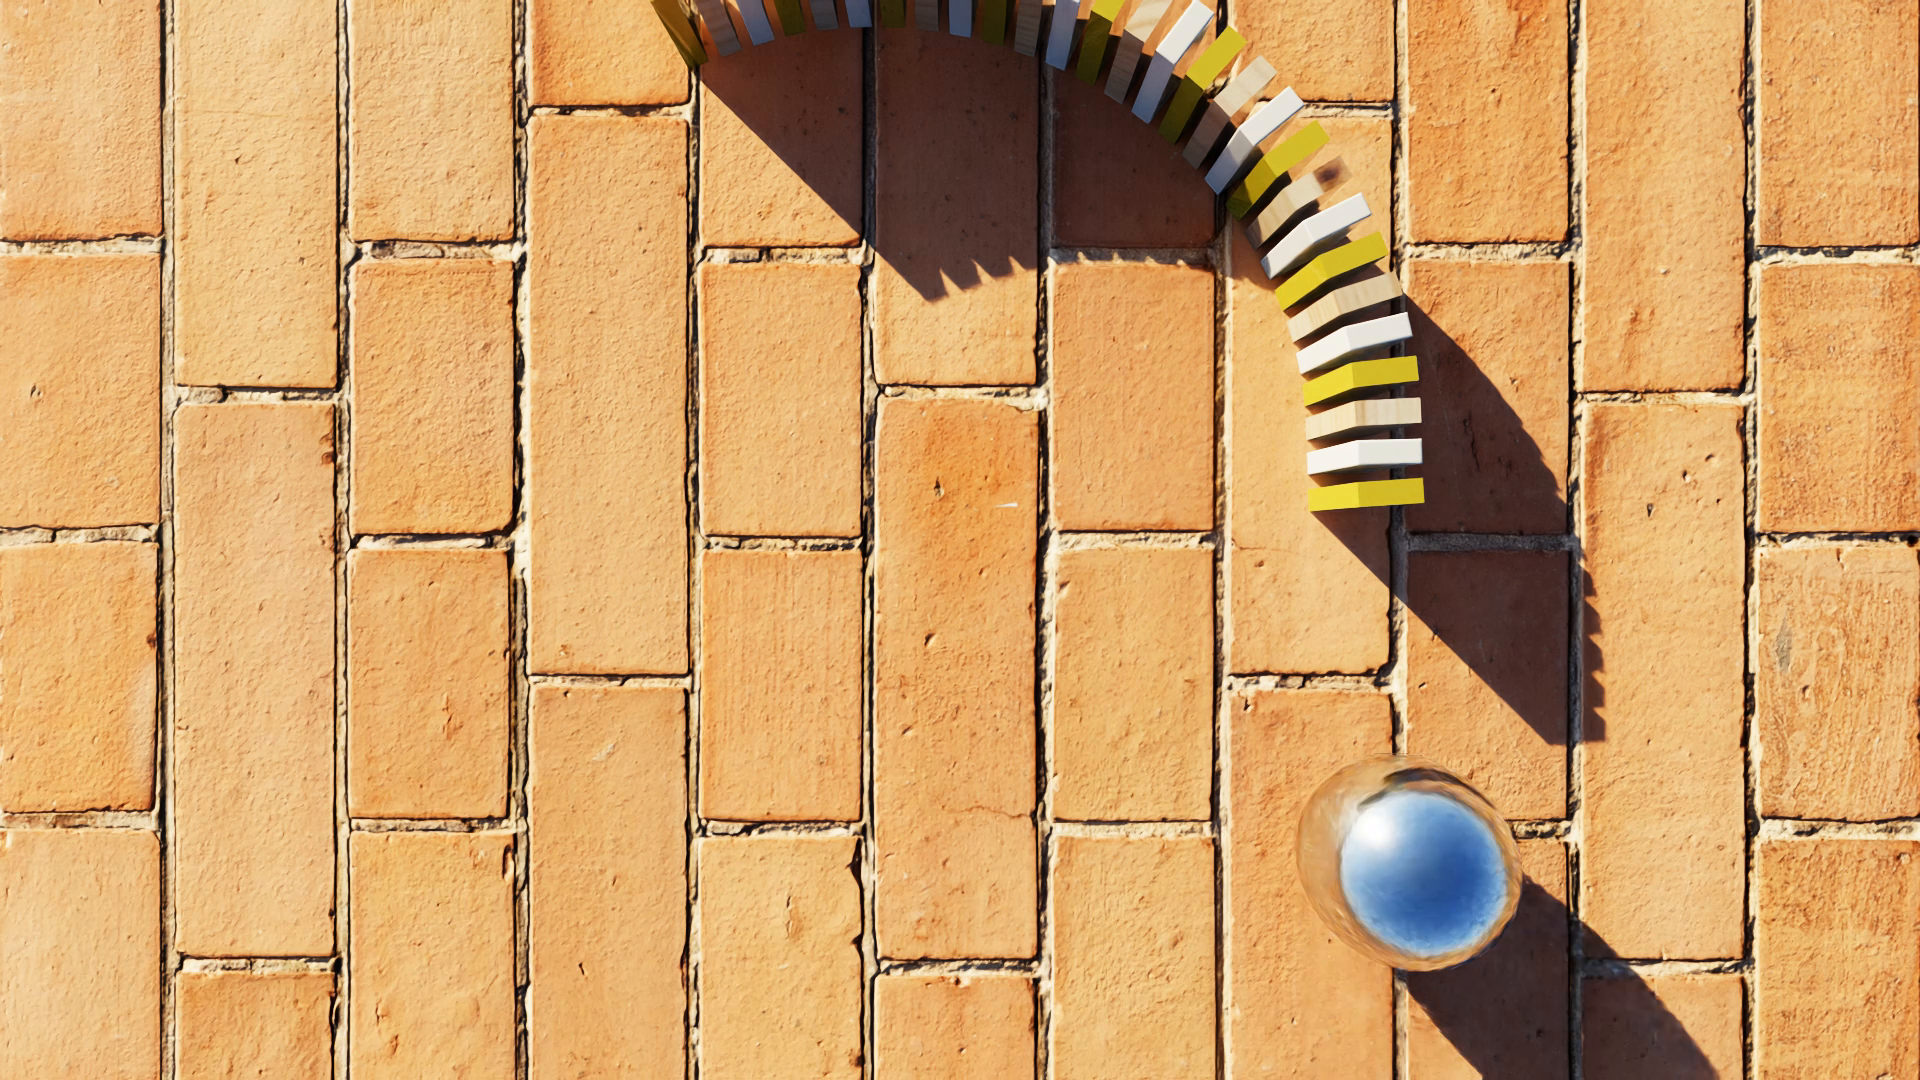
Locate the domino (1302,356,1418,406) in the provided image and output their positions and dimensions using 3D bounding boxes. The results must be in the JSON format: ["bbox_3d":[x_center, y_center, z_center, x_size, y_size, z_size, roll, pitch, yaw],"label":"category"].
[{"bbox_3d":[0.162,-0.064,0.375,0.025,0.050,0.010,-6,90,0],"label":"domino"}]

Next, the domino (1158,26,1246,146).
[{"bbox_3d":[0.098,-0.184,0.375,0.009,0.050,0.025,42,90,0],"label":"domino"}]

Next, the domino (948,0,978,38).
[{"bbox_3d":[0.003,-0.232,0.375,0.009,0.050,0.025,12,90,0],"label":"domino"}]

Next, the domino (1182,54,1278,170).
[{"bbox_3d":[0.109,-0.174,0.375,0.025,0.050,0.010,-44,90,0],"label":"domino"}]

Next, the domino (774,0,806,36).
[{"bbox_3d":[-0.074,-0.233,0.375,0.009,0.050,0.025,-12,90,0],"label":"domino"}]

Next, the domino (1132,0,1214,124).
[{"bbox_3d":[0.086,-0.194,0.375,0.010,0.050,0.025,38,90,0],"label":"domino"}]

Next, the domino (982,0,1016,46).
[{"bbox_3d":[0.018,-0.229,0.375,0.010,0.050,0.025,16,90,0],"label":"domino"}]

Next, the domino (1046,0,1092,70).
[{"bbox_3d":[0.047,-0.218,0.375,0.010,0.050,0.025,24,90,0],"label":"domino"}]

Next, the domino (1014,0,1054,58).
[{"bbox_3d":[0.032,-0.224,0.375,0.009,0.050,0.025,20,90,0],"label":"domino"}]

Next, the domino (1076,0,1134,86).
[{"bbox_3d":[0.060,-0.211,0.375,0.010,0.050,0.025,29,90,0],"label":"domino"}]

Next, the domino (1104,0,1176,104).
[{"bbox_3d":[0.074,-0.203,0.375,0.010,0.050,0.025,33,90,0],"label":"domino"}]

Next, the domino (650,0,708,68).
[{"bbox_3d":[-0.118,-0.219,0.375,0.009,0.050,0.025,-20,90,0],"label":"domino"}]

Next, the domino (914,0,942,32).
[{"bbox_3d":[-0.013,-0.235,0.375,0.010,0.050,0.025,7,90,0],"label":"domino"}]

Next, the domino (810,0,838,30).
[{"bbox_3d":[-0.059,-0.235,0.375,0.009,0.050,0.025,-6,90,0],"label":"domino"}]

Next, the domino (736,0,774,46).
[{"bbox_3d":[-0.089,-0.229,0.375,0.009,0.050,0.025,-17,90,0],"label":"domino"}]

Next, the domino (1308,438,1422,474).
[{"bbox_3d":[0.164,-0.034,0.375,0.025,0.050,0.009,-1,90,0],"label":"domino"}]

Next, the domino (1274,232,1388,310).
[{"bbox_3d":[0.151,-0.109,0.375,0.025,0.050,0.010,-22,90,0],"label":"domino"}]

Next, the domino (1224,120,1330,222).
[{"bbox_3d":[0.129,-0.150,0.375,0.025,0.050,0.010,-35,90,0],"label":"domino"}]

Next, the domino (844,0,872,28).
[{"bbox_3d":[-0.043,-0.236,0.375,0.010,0.050,0.025,-2,90,0],"label":"domino"}]

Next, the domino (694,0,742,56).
[{"bbox_3d":[-0.104,-0.224,0.375,0.009,0.050,0.025,-19,90,0],"label":"domino"}]

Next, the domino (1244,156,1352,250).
[{"bbox_3d":[0.137,-0.137,0.375,0.025,0.050,0.009,-31,90,0],"label":"domino"}]

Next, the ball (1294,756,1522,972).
[{"bbox_3d":[0.174,0.126,0.360,0.080,0.080,0.080,0,90,0],"label":"ball"}]

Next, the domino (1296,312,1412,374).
[{"bbox_3d":[0.160,-0.080,0.375,0.025,0.050,0.009,-13,90,0],"label":"domino"}]

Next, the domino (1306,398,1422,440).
[{"bbox_3d":[0.164,-0.049,0.375,0.025,0.050,0.009,-3,90,0],"label":"domino"}]

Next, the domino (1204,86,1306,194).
[{"bbox_3d":[0.119,-0.162,0.375,0.025,0.050,0.009,-39,90,0],"label":"domino"}]

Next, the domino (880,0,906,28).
[{"bbox_3d":[-0.028,-0.236,0.375,0.009,0.050,0.025,3,90,0],"label":"domino"}]

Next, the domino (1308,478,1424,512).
[{"bbox_3d":[0.165,-0.018,0.375,0.025,0.050,0.009,-4,90,0],"label":"domino"}]

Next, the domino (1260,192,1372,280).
[{"bbox_3d":[0.144,-0.123,0.375,0.025,0.050,0.009,-26,90,0],"label":"domino"}]

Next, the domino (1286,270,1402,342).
[{"bbox_3d":[0.156,-0.094,0.375,0.025,0.050,0.009,-18,90,0],"label":"domino"}]
